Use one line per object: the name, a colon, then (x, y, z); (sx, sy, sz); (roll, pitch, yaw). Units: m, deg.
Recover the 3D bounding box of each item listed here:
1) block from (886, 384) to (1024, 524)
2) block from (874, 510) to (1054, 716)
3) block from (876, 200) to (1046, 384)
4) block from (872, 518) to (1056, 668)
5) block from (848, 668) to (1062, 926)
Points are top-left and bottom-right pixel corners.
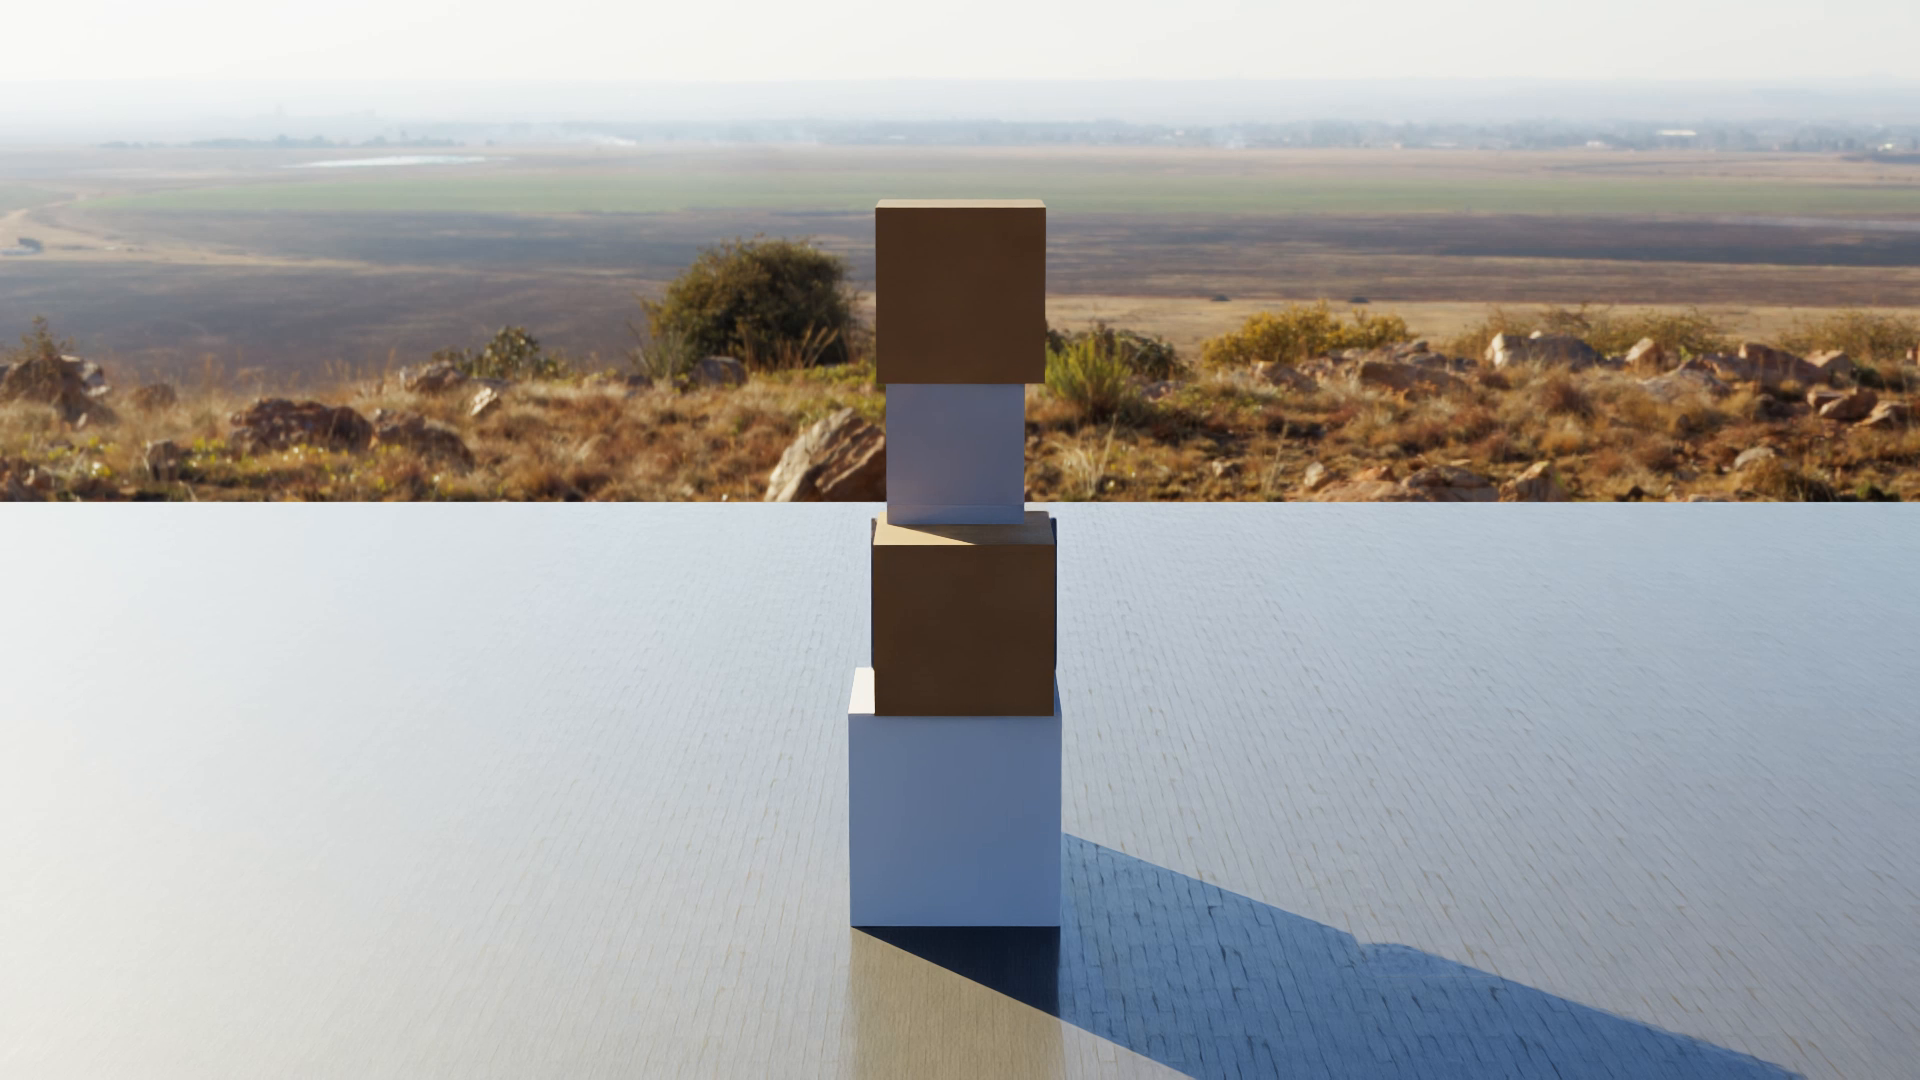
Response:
block: (-0.019, -0.420, 11.104); (0.581, 0.598, 0.654); (0, 10, 0)
block: (0.017, 0.296, 10.830); (0.734, 0.712, 0.822); (0, 10, 0)
block: (0.003, -1.074, 10.985); (0.705, 0.732, 0.675); (0, 10, 0)
block: (0.018, 0.259, 11.712); (0.818, 0.659, 0.785); (0, -4, 0)
block: (-0.020, 1.088, 11.024); (0.879, 0.915, 0.819); (0, 10, 0)
